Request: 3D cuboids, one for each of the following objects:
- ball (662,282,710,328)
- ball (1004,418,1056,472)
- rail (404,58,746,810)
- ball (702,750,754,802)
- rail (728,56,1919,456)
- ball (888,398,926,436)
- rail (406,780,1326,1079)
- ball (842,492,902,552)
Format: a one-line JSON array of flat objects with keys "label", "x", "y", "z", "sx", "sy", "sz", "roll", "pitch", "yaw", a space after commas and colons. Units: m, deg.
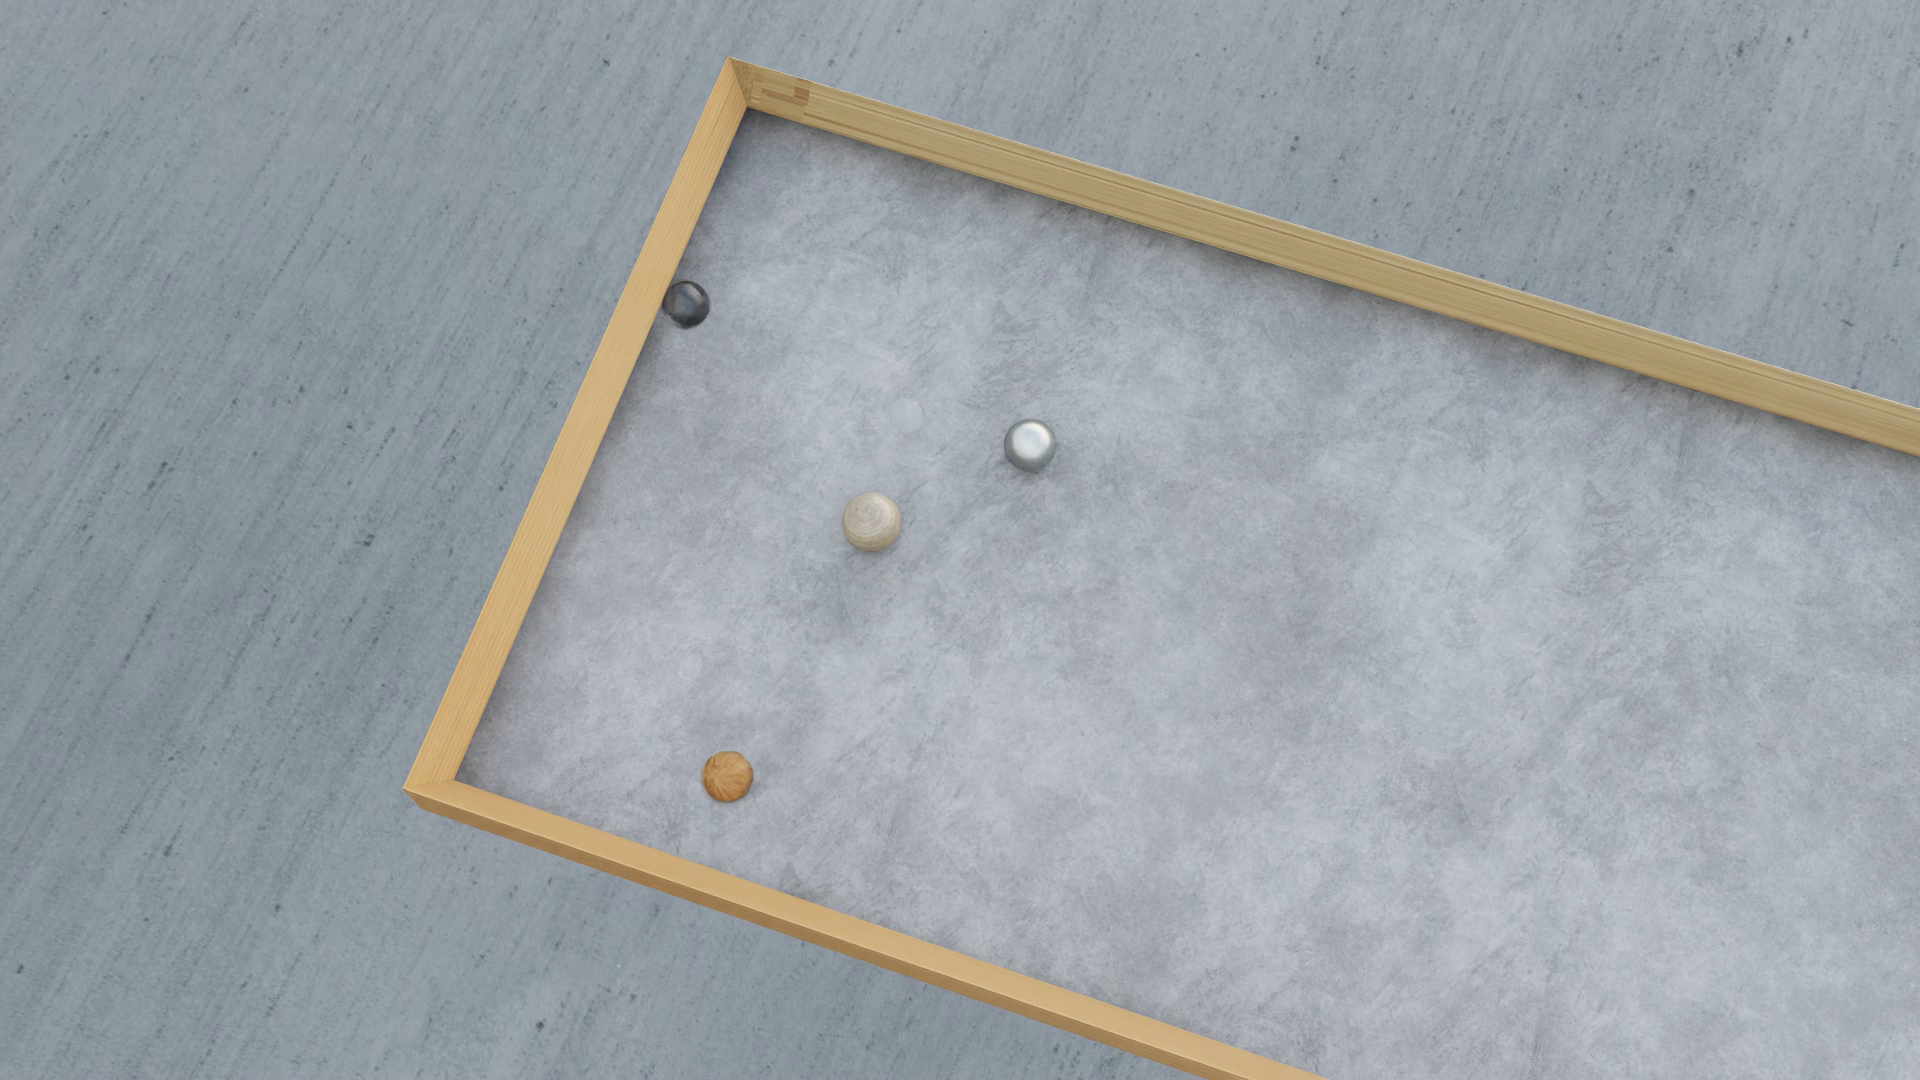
[{"label": "ball", "x": -0.449, "y": -0.386, "z": 3.608, "sx": 0.077, "sy": 0.077, "sz": 0.077, "roll": 0, "pitch": 69, "yaw": 0}, {"label": "ball", "x": 0.112, "y": -0.151, "z": 3.514, "sx": 0.085, "sy": 0.085, "sz": 0.085, "roll": 0, "pitch": 69, "yaw": 0}, {"label": "rail", "x": -0.581, "y": -0.194, "z": 3.509, "sx": 0.045, "sy": 0.123, "sz": 1.330, "roll": 18, "pitch": 70, "yaw": 7}, {"label": "ball", "x": -0.351, "y": 0.357, "z": 3.323, "sx": 0.076, "sy": 0.076, "sz": 0.076, "roll": 0, "pitch": 69, "yaw": 0}, {"label": "rail", "x": 0.811, "y": -0.382, "z": 3.581, "sx": 2.552, "sy": 0.123, "sz": 0.045, "roll": 18, "pitch": 70, "yaw": 7}, {"label": "ball", "x": -0.086, "y": -0.197, "z": 3.545, "sx": 0.061, "sy": 0.061, "sz": 0.061, "roll": 0, "pitch": 69, "yaw": 0}, {"label": "rail", "x": 0.396, "y": 0.751, "z": 3.146, "sx": 2.552, "sy": 0.123, "sz": 0.045, "roll": 18, "pitch": 70, "yaw": 7}, {"label": "ball", "x": -0.138, "y": -0.028, "z": 3.461, "sx": 0.095, "sy": 0.095, "sz": 0.095, "roll": 0, "pitch": 69, "yaw": 0}]
